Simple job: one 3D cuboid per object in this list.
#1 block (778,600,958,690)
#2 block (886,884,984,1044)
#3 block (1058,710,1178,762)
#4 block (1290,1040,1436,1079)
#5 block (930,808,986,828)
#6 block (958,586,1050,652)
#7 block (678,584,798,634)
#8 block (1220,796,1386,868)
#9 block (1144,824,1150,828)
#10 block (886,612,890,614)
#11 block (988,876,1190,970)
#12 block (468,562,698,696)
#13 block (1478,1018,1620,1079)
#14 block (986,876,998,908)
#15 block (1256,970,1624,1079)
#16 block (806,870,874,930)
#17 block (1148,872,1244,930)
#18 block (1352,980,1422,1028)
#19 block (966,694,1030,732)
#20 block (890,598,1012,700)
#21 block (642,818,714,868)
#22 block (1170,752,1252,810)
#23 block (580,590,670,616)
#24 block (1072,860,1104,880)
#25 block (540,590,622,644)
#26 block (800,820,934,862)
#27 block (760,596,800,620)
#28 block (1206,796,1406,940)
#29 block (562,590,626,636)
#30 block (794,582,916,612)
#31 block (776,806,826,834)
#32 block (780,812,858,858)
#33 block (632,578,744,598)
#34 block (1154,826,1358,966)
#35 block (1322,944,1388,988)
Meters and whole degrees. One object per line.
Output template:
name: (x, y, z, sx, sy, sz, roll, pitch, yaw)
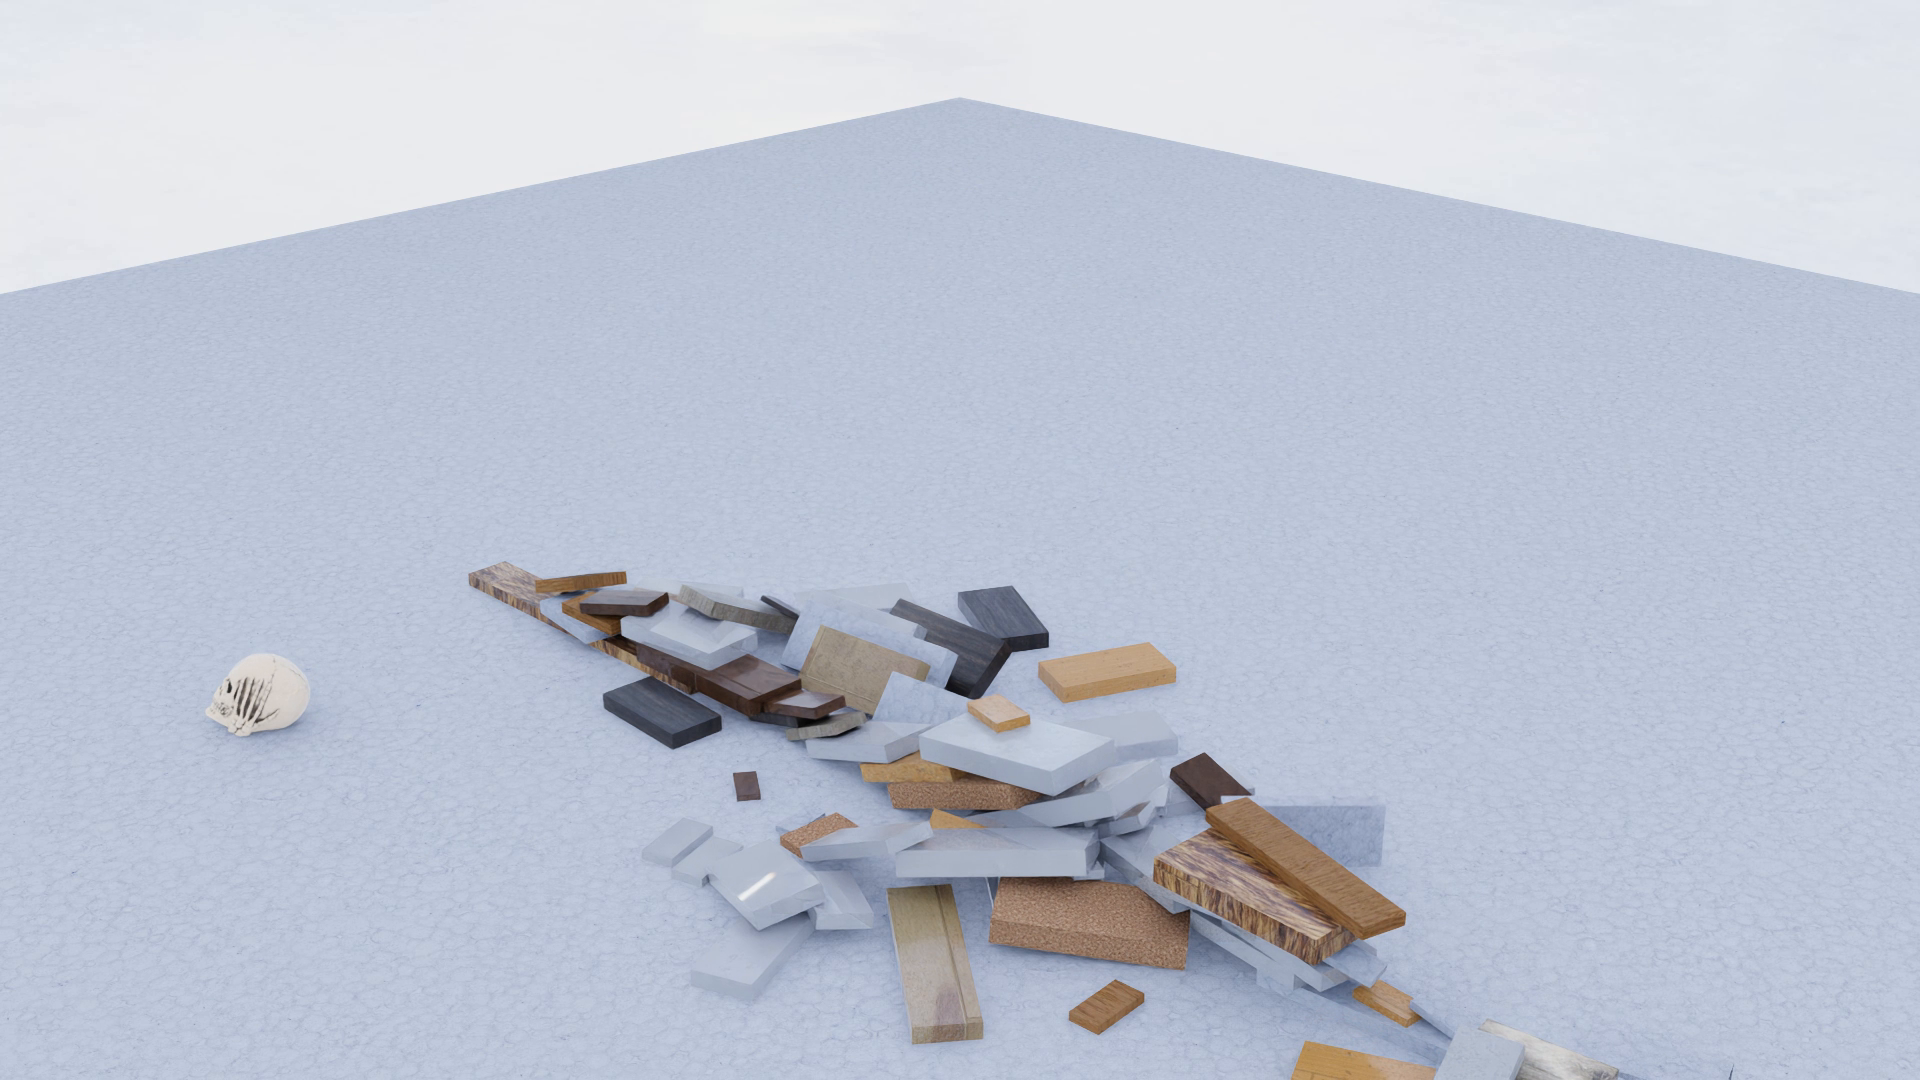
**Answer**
block: (-0.209, 0.267, 4.934, 0.420, 0.160, 0.045, 18, -10, 35)
block: (-0.049, 0.753, 3.942, 0.122, 0.035, 0.443, -3, 23, -7)
block: (0.314, 0.428, 4.703, 0.273, 0.039, 0.136, -7, 24, -15)
block: (0.664, 0.891, 3.622, 0.219, 0.031, 0.109, 8, 24, 19)
block: (0.001, 0.582, 4.298, 0.146, 0.073, 0.021, 16, -8, 32)
block: (0.102, 0.190, 5.263, 0.140, 0.040, 0.280, -7, 24, -15)
block: (-0.505, 0.167, 5.148, 0.301, 0.037, 0.131, 16, 6, -46)
block: (0.660, 0.564, 4.256, 0.313, 0.136, 0.039, 0, 23, 0)
block: (0.349, 0.577, 4.379, 0.058, 0.016, 0.116, -3, 23, -7)
block: (-0.129, 0.235, 5.164, 0.122, 0.035, 0.245, -14, 27, -29)
block: (0.241, 0.692, 4.028, 0.355, 0.050, 0.178, 7, 24, 6)
block: (-0.877, 0.201, 5.247, 0.867, 0.031, 0.110, 21, 31, 40)
block: (0.944, 0.864, 3.598, 0.230, 0.033, 0.115, 17, 28, 34)
block: (0.087, 0.662, 4.176, 0.065, 0.018, 0.130, -3, 23, -6)
block: (0.816, 0.839, 3.742, 0.660, 0.033, 0.115, 18, 29, 36)
block: (-0.236, 0.668, 4.088, 0.105, 0.030, 0.211, 2, 13, -16)
block: (0.489, 0.640, 3.940, 0.290, 0.031, 0.109, 18, 29, 36)
block: (0.741, 0.795, 3.782, 0.058, 0.017, 0.117, -19, 29, -37)
block: (0.077, 0.346, 4.401, 0.073, 0.021, 0.146, -13, 18, -21)
block: (-0.054, 0.254, 4.983, 0.320, 0.045, 0.160, 21, 66, 36)
block: (-0.556, 0.596, 4.331, 0.071, 0.020, 0.142, 12, 26, 26)
block: (0.520, 0.510, 4.452, 0.092, 0.026, 0.184, -21, 46, -31)
block: (-0.781, 0.146, 5.114, 0.185, 0.026, 0.093, 1, 19, 26)
block: (0.231, 0.614, 4.138, 0.058, 0.016, 0.116, -3, 9, -8)
block: (-0.893, 0.181, 5.215, 0.110, 0.031, 0.221, -17, 28, -35)
block: (-0.181, 0.575, 4.195, 0.105, 0.030, 0.301, -19, 3, -37)
block: (-0.334, 0.204, 5.174, 0.334, 0.014, 0.049, 27, 7, 31)
block: (0.604, 0.575, 3.892, 0.092, 0.026, 0.456, -12, 26, -27)
block: (-0.841, 0.171, 5.164, 0.185, 0.026, 0.093, 20, 30, 39)
block: (-0.255, 0.161, 5.330, 0.280, 0.040, 0.140, -5, 24, -12)
block: (-0.319, 0.565, 4.411, 0.049, 0.014, 0.097, 16, 28, 33)
block: (-0.278, 0.585, 4.356, 0.142, 0.020, 0.071, -19, 29, -37)
block: (-0.673, 0.145, 5.371, 0.261, 0.037, 0.131, 5, 24, 12)
block: (0.538, 0.620, 3.883, 0.178, 0.050, 0.368, -20, 30, -39)
block: (0.667, 0.718, 3.771, 0.117, 0.017, 0.059, 28, 38, 27)
